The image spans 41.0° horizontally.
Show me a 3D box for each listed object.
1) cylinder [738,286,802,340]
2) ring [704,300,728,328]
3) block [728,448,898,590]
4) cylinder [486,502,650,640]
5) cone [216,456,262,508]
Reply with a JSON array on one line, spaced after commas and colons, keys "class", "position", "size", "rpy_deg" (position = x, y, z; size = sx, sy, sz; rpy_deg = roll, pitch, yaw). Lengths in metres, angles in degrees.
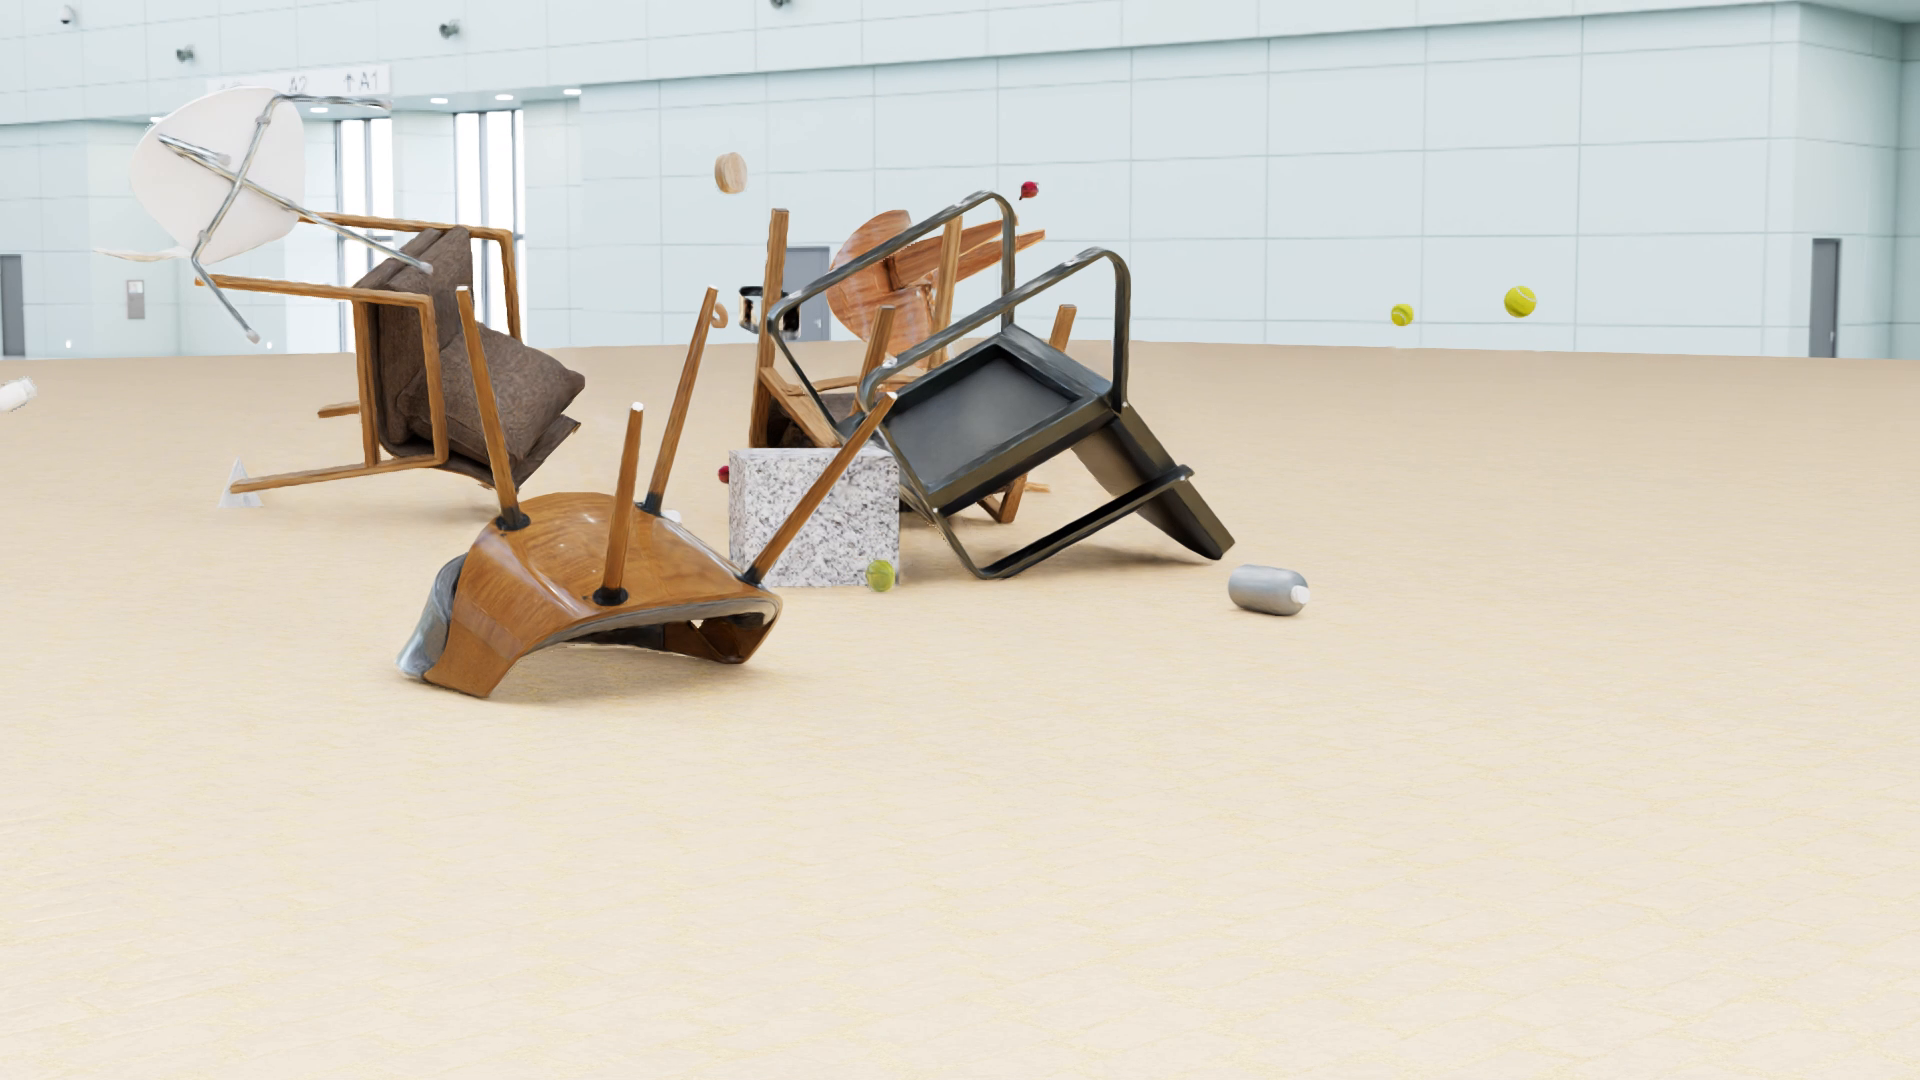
[{"class": "cylinder", "position": [-0.521, -0.622, 7.023], "size": [0.193, 0.099, 0.097], "rpy_deg": [19, 36, 23]}, {"class": "ring", "position": [-0.757, -0.700, 7.958], "size": [0.086, 0.116, 0.024], "rpy_deg": [22, 52, 16]}, {"class": "block", "position": [-0.318, -0.050, 5.527], "size": [0.328, 0.276, 0.225], "rpy_deg": [-1, 7, -14]}, {"class": "cylinder", "position": [-0.702, 0.058, 4.596], "size": [0.209, 0.153, 0.200], "rpy_deg": [-30, -46, 21]}, {"class": "cone", "position": [-2.061, -0.170, 7.333], "size": [0.127, 0.148, 0.140], "rpy_deg": [-1, 6, -10]}]
